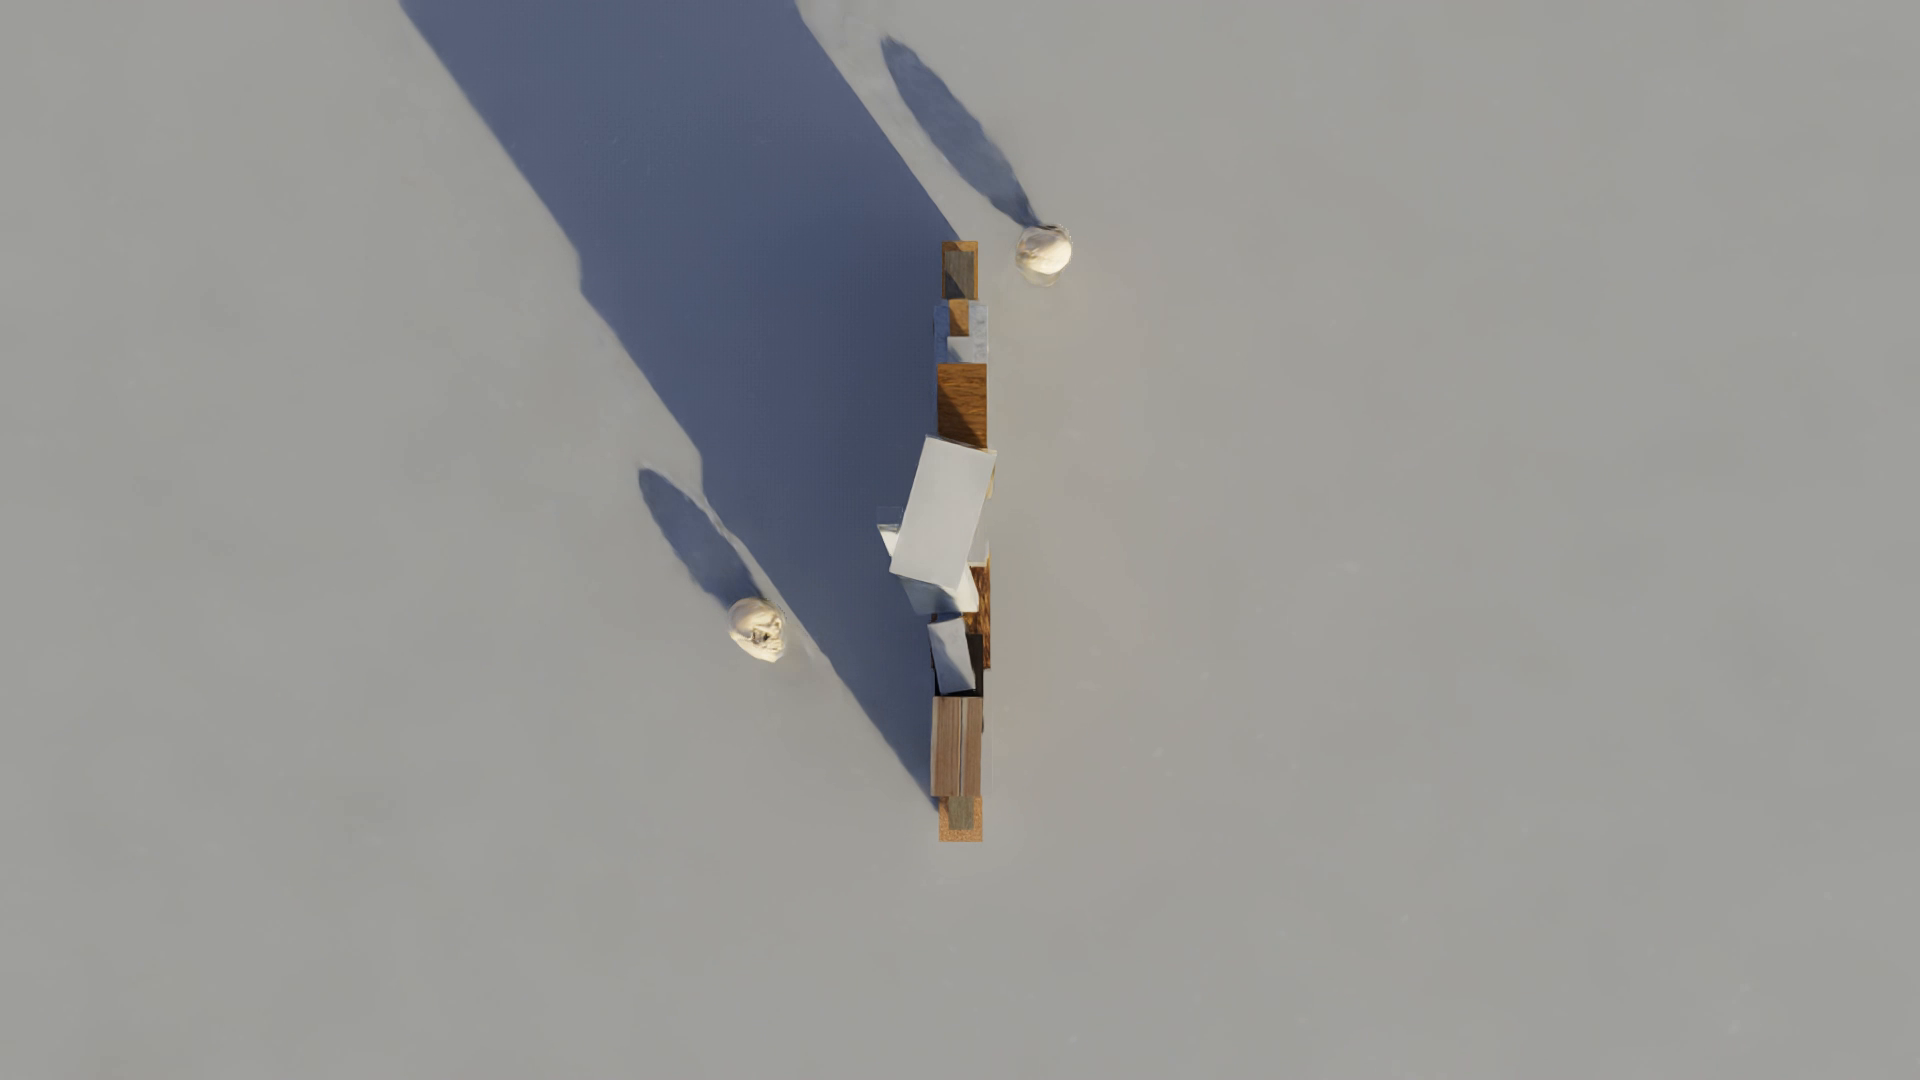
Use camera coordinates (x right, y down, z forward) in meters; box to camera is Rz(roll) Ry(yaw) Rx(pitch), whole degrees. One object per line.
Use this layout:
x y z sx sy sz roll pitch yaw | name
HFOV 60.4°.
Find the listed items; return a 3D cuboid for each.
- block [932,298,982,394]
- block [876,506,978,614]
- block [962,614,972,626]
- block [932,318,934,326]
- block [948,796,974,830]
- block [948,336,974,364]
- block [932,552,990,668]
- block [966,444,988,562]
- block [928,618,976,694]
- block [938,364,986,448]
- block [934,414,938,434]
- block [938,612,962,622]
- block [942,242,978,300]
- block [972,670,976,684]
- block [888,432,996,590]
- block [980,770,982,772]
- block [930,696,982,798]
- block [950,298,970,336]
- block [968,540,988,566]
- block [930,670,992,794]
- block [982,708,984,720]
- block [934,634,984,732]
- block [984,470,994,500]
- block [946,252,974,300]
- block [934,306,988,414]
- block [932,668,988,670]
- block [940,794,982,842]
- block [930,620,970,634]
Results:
-0.009 -0.567 4.850 0.137 0.039 0.274 2 90 0 | block
-0.077 0.058 4.309 0.175 0.553 0.050 -2 64 9 | block
-0.008 0.236 4.649 0.068 0.135 0.019 -1 100 8 | block
-0.002 -0.599 4.685 0.146 0.292 0.041 -6 91 0 | block
0.003 0.807 5.027 0.075 0.021 0.150 0 90 0 | block
0.001 -0.467 4.351 0.068 0.019 0.136 0 90 0 | block
0.003 0.201 4.745 0.168 0.048 0.336 0 90 0 | block
-0.007 -0.098 4.384 0.156 0.044 0.312 2 90 0 | block
-0.021 0.297 4.205 0.090 0.026 0.181 -11 93 2 | block
0.006 -0.316 4.103 0.122 0.034 0.243 0 90 0 | block
-0.004 -0.270 4.921 0.152 0.043 0.304 0 90 0 | block
-0.027 0.209 4.573 0.068 0.019 0.135 3 90 8 | block
0.000 -0.834 5.253 0.115 0.033 0.230 0 90 0 | block
-0.005 0.359 4.313 0.090 0.181 0.026 -1 90 0 | block
-0.043 -0.069 4.007 0.175 0.050 0.350 15 105 -4 | block
-0.010 0.591 4.360 0.124 0.410 0.035 8 90 0 | block
-0.009 0.517 4.137 0.124 0.035 0.248 1 90 0 | block
-0.002 -0.590 4.389 0.050 0.014 0.101 -2 90 0 | block
-0.002 0.037 4.564 0.156 0.312 0.044 0 84 0 | block
0.004 0.550 4.727 0.176 0.050 0.353 0 90 0 | block
-0.004 0.435 4.279 0.124 0.248 0.035 -1 89 0 | block
-0.002 0.384 4.422 0.130 0.037 0.261 -1 90 0 | block
-0.004 -0.156 4.186 0.175 0.350 0.050 0 82 0 | block
-0.001 -0.794 5.048 0.088 0.025 0.176 0 90 0 | block
0.003 -0.492 4.518 0.146 0.041 0.292 0 90 0 | block
-0.003 0.497 5.129 0.173 0.049 0.346 0 90 0 | block
0.003 0.812 5.207 0.137 0.039 0.274 0 90 0 | block
-0.026 0.235 4.387 0.090 0.344 0.026 -2 85 2 | block
